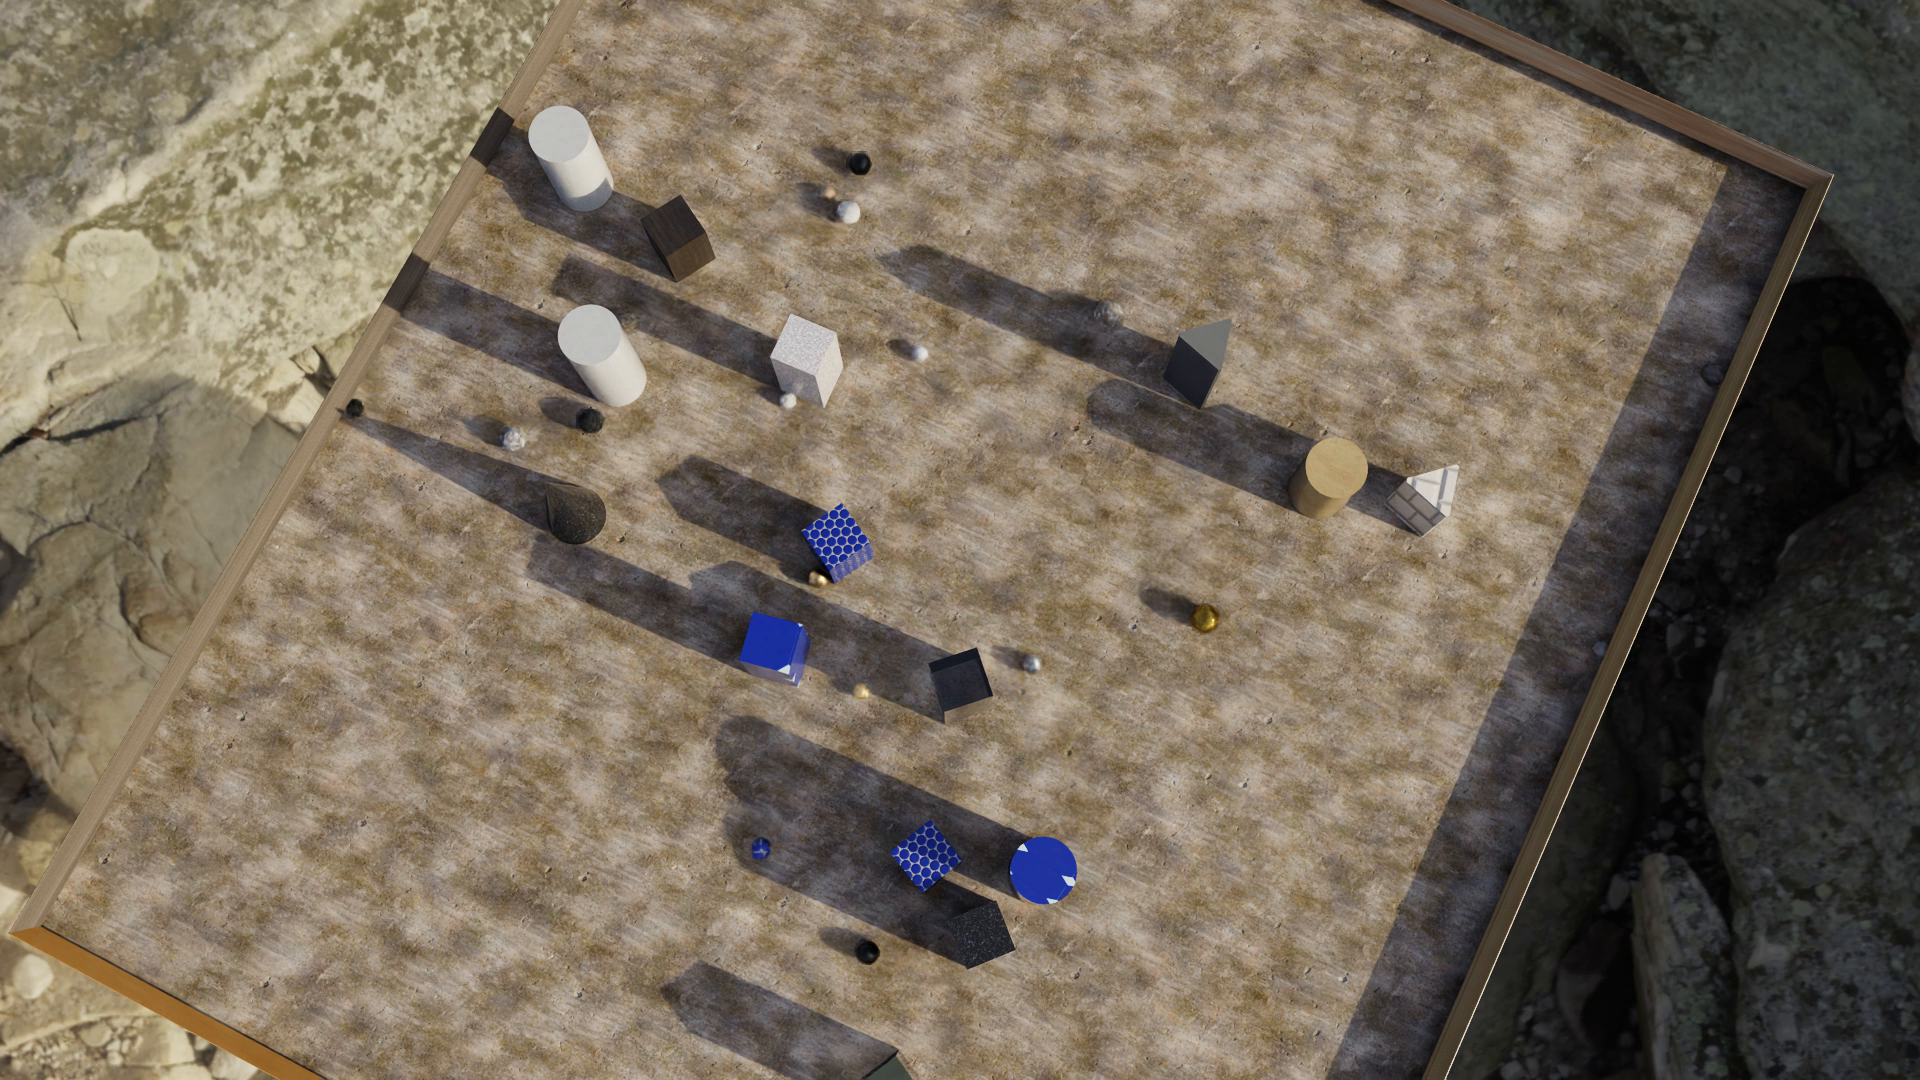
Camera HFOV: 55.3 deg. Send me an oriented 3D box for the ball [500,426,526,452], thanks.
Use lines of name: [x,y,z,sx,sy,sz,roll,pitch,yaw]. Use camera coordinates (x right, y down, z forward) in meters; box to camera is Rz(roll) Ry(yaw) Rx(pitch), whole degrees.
ball: [-1.374,-0.311,5.641,0.078,0.078,0.078,0,78,0]

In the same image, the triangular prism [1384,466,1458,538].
triangular prism: [1.409,-0.140,5.494,0.158,0.295,0.137,43,82,8]

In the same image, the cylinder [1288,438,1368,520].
cylinder: [1.103,-0.182,5.506,0.182,0.289,0.182,0,78,0]

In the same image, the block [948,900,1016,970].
block: [0.060,1.124,5.223,0.146,0.314,0.146,-21,79,-4]

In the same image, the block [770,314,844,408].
block: [-0.461,-0.538,5.550,0.146,0.347,0.146,23,79,5]

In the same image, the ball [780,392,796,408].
ball: [-0.532,-0.433,5.680,0.050,0.050,0.050,0,78,0]

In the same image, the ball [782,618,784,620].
ball: [-0.539,0.259,5.541,0.043,0.043,0.043,0,78,0]

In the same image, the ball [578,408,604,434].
ball: [-1.138,-0.366,5.652,0.079,0.079,0.079,0,78,0]

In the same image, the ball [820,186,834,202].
ball: [-0.422,-1.100,5.820,0.046,0.046,0.046,0,78,0]

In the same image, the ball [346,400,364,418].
ball: [-1.873,-0.407,5.672,0.056,0.056,0.056,0,78,0]

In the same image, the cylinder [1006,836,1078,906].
cylinder: [0.229,0.945,5.212,0.182,0.409,0.182,0,78,0]

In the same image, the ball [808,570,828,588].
ball: [-0.431,0.118,5.562,0.059,0.059,0.059,0,78,0]

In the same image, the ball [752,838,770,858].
ball: [-0.586,0.907,5.399,0.059,0.059,0.059,0,78,0]

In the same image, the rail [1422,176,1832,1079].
rail: [1.702,0.840,5.381,0.045,0.119,4.520,26,80,5]

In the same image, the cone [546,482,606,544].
cone: [-1.179,-0.119,5.419,0.182,0.435,0.182,0,78,0]

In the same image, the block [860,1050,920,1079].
block: [-0.190,1.548,5.156,0.146,0.274,0.146,-36,81,-7]

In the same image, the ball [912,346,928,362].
ball: [-0.124,-0.581,5.711,0.049,0.049,0.049,0,78,0]

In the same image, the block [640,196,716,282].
block: [-0.874,-0.934,5.692,0.146,0.229,0.146,-34,80,-7]

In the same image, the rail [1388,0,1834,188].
rail: [1.000,-1.952,5.958,3.853,0.119,0.045,26,80,5]

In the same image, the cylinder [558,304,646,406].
cylinder: [-1.070,-0.548,5.506,0.182,0.439,0.182,0,78,0]

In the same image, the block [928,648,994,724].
block: [0.002,0.429,5.351,0.146,0.346,0.146,-18,79,-4]

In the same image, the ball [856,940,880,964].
ball: [-0.268,1.201,5.333,0.069,0.069,0.069,0,78,0]

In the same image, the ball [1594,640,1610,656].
ball: [1.934,0.328,5.523,0.050,0.050,0.050,0,78,0]

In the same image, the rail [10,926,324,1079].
rail: [-1.000,1.965,5.149,3.853,0.119,0.045,26,80,5]

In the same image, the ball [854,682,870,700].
ball: [-0.294,0.453,5.496,0.052,0.052,0.052,0,78,0]

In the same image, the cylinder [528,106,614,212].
cylinder: [-1.198,-1.173,5.662,0.182,0.385,0.182,0,78,0]

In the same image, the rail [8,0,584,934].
rail: [-1.702,-0.827,5.726,0.045,0.119,4.520,26,80,5]

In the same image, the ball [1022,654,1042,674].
ball: [0.219,0.375,5.508,0.060,0.060,0.060,0,78,0]

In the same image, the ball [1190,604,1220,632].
ball: [0.740,0.236,5.523,0.087,0.087,0.087,0,78,0]

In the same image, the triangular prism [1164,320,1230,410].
triangular prism: [0.740,-0.550,5.515,0.158,0.422,0.137,43,81,8]

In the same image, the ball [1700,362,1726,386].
ball: [2.337,-0.515,5.686,0.072,0.072,0.072,0,78,0]

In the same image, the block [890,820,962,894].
block: [-0.096,0.919,5.304,0.146,0.240,0.146,-39,81,-7]

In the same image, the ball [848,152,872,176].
ball: [-0.318,-1.195,5.826,0.074,0.074,0.074,0,78,0]

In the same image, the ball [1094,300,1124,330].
ball: [0.464,-0.702,5.715,0.091,0.091,0.091,0,78,0]

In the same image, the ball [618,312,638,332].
ball: [-1.038,-0.682,5.724,0.065,0.065,0.065,0,78,0]

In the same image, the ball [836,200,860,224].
ball: [-0.354,-1.034,5.792,0.074,0.074,0.074,0,78,0]

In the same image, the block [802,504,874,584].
block: [-0.366,0.012,5.500,0.146,0.223,0.146,-35,80,-7]

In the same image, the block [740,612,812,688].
block: [-0.539,0.325,5.381,0.146,0.330,0.146,15,79,3]
